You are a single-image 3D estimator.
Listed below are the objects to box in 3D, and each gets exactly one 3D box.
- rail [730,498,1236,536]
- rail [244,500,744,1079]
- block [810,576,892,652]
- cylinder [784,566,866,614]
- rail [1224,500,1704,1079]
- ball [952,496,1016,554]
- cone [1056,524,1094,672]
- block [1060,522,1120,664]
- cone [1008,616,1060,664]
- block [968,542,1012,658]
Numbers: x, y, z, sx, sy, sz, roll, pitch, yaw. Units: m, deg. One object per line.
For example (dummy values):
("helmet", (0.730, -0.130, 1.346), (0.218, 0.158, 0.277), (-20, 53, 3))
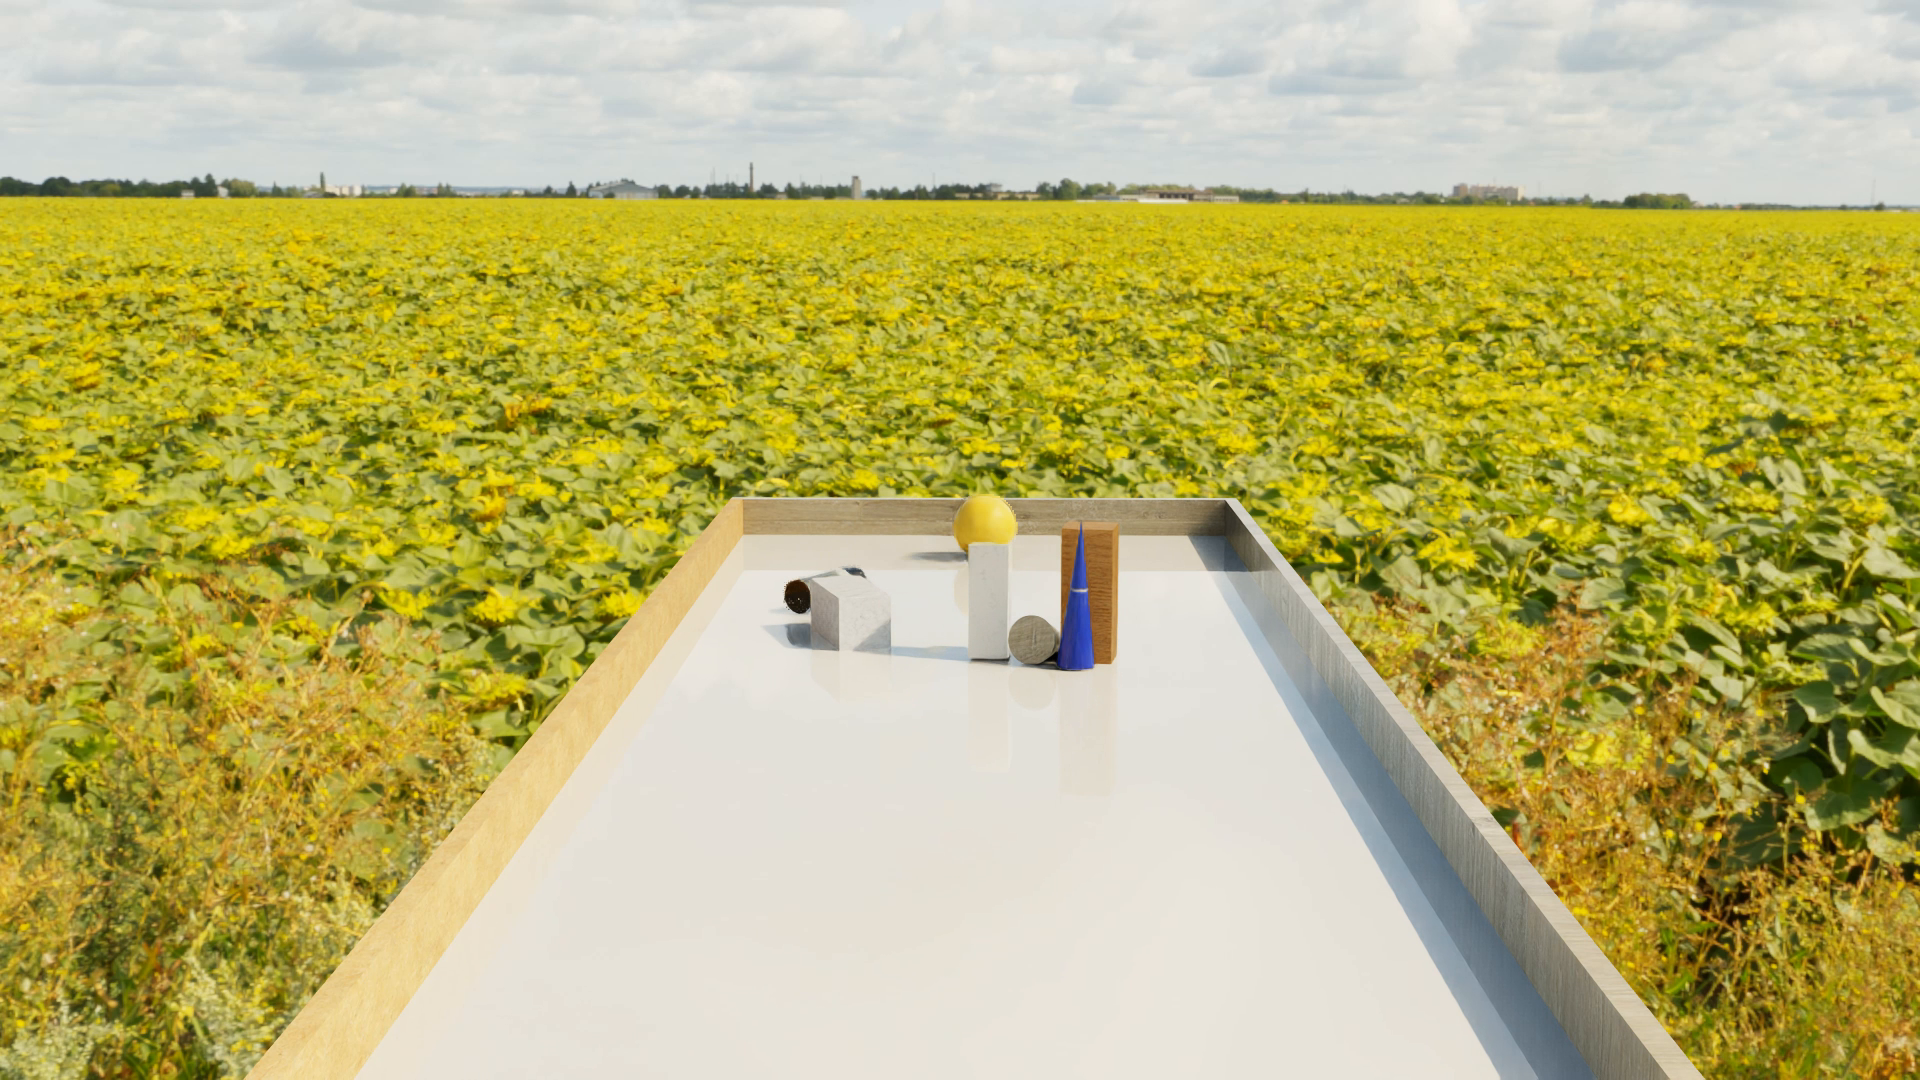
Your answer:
("rail", (0.099, -0.098, 9.147), (2.100, 0.150, 0.050), (0, 9, 1))
("rail", (-1.004, 0.839, 3.234), (0.050, 0.150, 12.000), (0, 9, 1))
("block", (-0.351, 0.231, 7.023), (0.166, 0.166, 0.384), (-3, 9, -17))
("cylinder", (-0.459, 0.171, 7.560), (0.116, 0.116, 0.319), (6, 11, 33))
("rail", (1.046, 0.843, 3.208), (0.050, 0.150, 12.000), (0, 9, 1))
("ball", (0.094, -0.050, 8.538), (0.246, 0.246, 0.246), (0, 9, 0))
("cone", (0.353, 0.161, 6.550), (0.116, 0.446, 0.116), (2, 11, 0))
("block", (0.395, 0.159, 6.695), (0.155, 0.410, 0.155), (2, 9, 11))
("cone", (0.285, 0.312, 6.808), (0.150, 0.150, 0.370), (4, -2, 22))
("block", (0.093, 0.184, 6.719), (0.119, 0.344, 0.119), (1, 4, 7))
